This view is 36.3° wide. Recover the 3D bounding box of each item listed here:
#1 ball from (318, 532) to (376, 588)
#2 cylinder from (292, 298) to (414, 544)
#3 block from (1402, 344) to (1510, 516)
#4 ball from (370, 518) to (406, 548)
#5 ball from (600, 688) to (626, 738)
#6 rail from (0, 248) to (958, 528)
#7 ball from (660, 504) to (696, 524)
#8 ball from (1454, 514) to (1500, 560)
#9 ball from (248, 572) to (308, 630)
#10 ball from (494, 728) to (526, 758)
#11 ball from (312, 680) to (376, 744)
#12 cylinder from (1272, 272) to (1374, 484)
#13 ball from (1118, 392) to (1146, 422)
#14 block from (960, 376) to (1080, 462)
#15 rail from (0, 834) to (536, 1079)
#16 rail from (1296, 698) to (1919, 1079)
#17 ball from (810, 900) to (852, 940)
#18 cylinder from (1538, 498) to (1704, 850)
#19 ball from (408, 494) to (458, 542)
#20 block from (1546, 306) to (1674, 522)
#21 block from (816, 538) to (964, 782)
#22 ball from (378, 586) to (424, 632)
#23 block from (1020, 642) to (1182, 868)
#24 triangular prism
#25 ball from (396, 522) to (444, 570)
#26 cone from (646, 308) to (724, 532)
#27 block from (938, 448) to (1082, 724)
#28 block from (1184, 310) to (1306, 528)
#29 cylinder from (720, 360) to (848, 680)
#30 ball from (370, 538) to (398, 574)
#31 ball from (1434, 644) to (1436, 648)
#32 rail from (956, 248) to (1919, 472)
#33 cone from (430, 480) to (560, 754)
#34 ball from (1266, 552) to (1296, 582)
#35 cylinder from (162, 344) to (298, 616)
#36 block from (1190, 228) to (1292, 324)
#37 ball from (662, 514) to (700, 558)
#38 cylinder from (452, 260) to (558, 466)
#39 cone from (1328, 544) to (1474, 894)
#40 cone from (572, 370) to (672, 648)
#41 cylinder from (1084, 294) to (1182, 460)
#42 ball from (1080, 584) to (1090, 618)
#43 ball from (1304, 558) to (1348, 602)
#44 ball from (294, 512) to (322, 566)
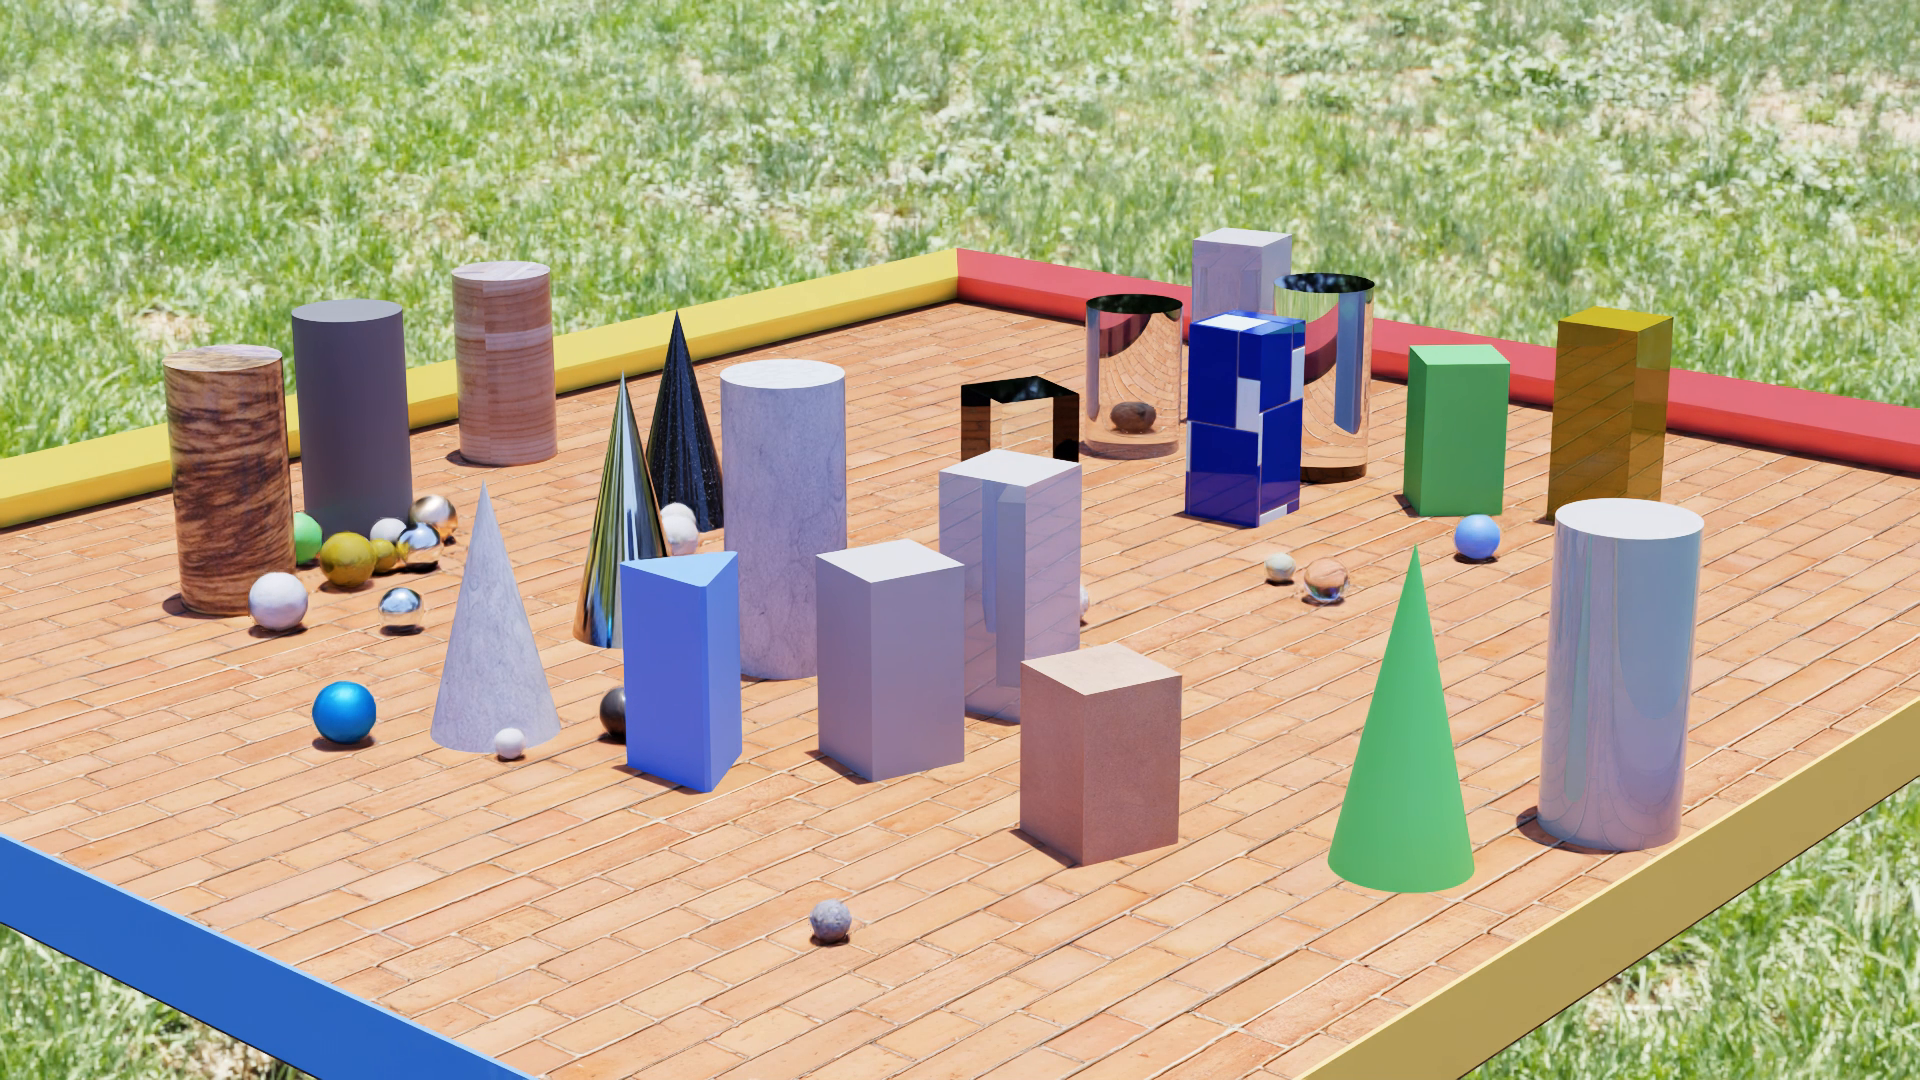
[{"bbox_3d":[-1.081,0.034,5.171,0.098,0.098,0.098,0,17,0],"label":"ball"},{"bbox_3d":[-1.117,-0.211,5.404,0.199,0.433,0.199,0,17,0],"label":"cylinder"},{"bbox_3d":[0.954,-0.212,5.642,0.159,0.298,0.159,-1,17,-3],"label":"block"},{"bbox_3d":[-1.038,-0.004,5.341,0.073,0.073,0.073,0,17,0],"label":"ball"},{"bbox_3d":[-0.509,0.262,4.451,0.077,0.077,0.077,0,17,0],"label":"ball"},{"bbox_3d":[-1.217,-0.272,6.132,0.045,0.129,3.738,14,22,39],"label":"rail"},{"bbox_3d":[-0.526,-0.032,5.432,0.074,0.074,0.074,0,17,0],"label":"ball"},{"bbox_3d":[0.941,-0.006,5.332,0.083,0.083,0.083,0,17,0],"label":"ball"},{"bbox_3d":[-1.148,0.103,4.939,0.099,0.099,0.099,0,17,0],"label":"ball"},{"bbox_3d":[-0.670,0.303,4.370,0.046,0.046,0.046,0,17,0],"label":"ball"},{"bbox_3d":[-0.929,0.260,4.427,0.095,0.095,0.095,0,17,0],"label":"ball"},{"bbox_3d":[0.722,-0.325,5.866,0.199,0.385,0.199,0,17,0],"label":"cylinder"},{"bbox_3d":[0.369,-0.285,6.291,0.063,0.063,0.063,0,17,0],"label":"ball"},{"bbox_3d":[0.109,-0.131,5.373,0.159,0.298,0.159,-8,19,-26],"label":"block"},{"bbox_3d":[-1.210,0.434,3.786,3.271,0.129,0.045,14,22,39],"label":"rail"},{"bbox_3d":[1.217,0.337,4.108,0.045,0.129,3.738,14,22,39],"label":"rail"},{"bbox_3d":[-0.165,0.486,3.750,0.053,0.053,0.053,0,17,0],"label":"ball"},{"bbox_3d":[0.913,0.185,4.065,0.199,0.448,0.199,0,17,0],"label":"cylinder"},{"bbox_3d":[-0.975,-0.039,5.431,0.089,0.089,0.089,0,17,0],"label":"ball"},{"bbox_3d":[1.227,-0.228,5.538,0.159,0.389,0.159,12,21,35],"label":"block"},{"bbox_3d":[-0.103,0.176,4.340,0.159,0.306,0.159,-10,20,-31],"label":"block"},{"bbox_3d":[-0.941,0.116,4.939,0.075,0.075,0.075,0,17,0],"label":"ball"},{"bbox_3d":[0.193,0.294,4.049,0.159,0.248,0.159,-10,19,-30],"label":"block"},{"bbox_3d":[-0.379,0.183,4.303,0.172,0.313,0.149,14,22,39],"label":"triangular prism"},{"bbox_3d":[-0.972,0.011,5.273,0.084,0.084,0.084,0,17,0],"label":"ball"},{"bbox_3d":[-0.528,-0.236,5.528,0.199,0.410,0.199,0,17,0],"label":"cone"},{"bbox_3d":[0.078,0.070,4.564,0.159,0.380,0.159,11,20,33],"label":"block"},{"bbox_3d":[0.542,-0.233,5.581,0.159,0.372,0.159,12,21,35],"label":"block"},{"bbox_3d":[-0.282,-0.035,4.737,0.199,0.481,0.199,0,17,0],"label":"cylinder"},{"bbox_3d":[-1.039,0.029,5.251,0.062,0.062,0.062,0,17,0],"label":"ball"},{"bbox_3d":[0.735,0.179,4.742,0.068,0.068,0.068,0,17,0],"label":"ball"},{"bbox_3d":[1.210,-0.369,6.454,3.271,0.129,0.045,14,22,39],"label":"rail"},{"bbox_3d":[-0.711,0.099,4.431,0.199,0.402,0.199,0,17,0],"label":"cone"},{"bbox_3d":[0.569,0.049,5.201,0.053,0.053,0.053,0,17,0],"label":"ball"},{"bbox_3d":[-1.255,-0.104,5.050,0.199,0.432,0.199,0,17,0],"label":"cylinder"},{"bbox_3d":[0.600,-0.454,6.276,0.159,0.395,0.159,9,19,28],"label":"block"},{"bbox_3d":[-0.516,-0.002,5.309,0.088,0.088,0.088,0,17,0],"label":"ball"},{"bbox_3d":[-0.929,-0.361,5.987,0.199,0.385,0.199,0,17,0],"label":"cylinder"},{"bbox_3d":[0.600,0.221,3.925,0.199,0.459,0.199,0,17,0],"label":"cone"},{"bbox_3d":[-0.555,-0.064,4.885,0.199,0.452,0.199,0,17,0],"label":"cone"},{"bbox_3d":[0.358,-0.339,6.055,0.199,0.303,0.199,0,17,0],"label":"cylinder"},{"bbox_3d":[0.184,0.104,4.982,0.073,0.073,0.073,0,17,0],"label":"ball"},{"bbox_3d":[0.637,0.068,5.096,0.077,0.077,0.077,0,17,0],"label":"ball"},{"bbox_3d":[-1.199,-0.002,5.297,0.095,0.095,0.095,0,17,0],"label":"ball"}]
